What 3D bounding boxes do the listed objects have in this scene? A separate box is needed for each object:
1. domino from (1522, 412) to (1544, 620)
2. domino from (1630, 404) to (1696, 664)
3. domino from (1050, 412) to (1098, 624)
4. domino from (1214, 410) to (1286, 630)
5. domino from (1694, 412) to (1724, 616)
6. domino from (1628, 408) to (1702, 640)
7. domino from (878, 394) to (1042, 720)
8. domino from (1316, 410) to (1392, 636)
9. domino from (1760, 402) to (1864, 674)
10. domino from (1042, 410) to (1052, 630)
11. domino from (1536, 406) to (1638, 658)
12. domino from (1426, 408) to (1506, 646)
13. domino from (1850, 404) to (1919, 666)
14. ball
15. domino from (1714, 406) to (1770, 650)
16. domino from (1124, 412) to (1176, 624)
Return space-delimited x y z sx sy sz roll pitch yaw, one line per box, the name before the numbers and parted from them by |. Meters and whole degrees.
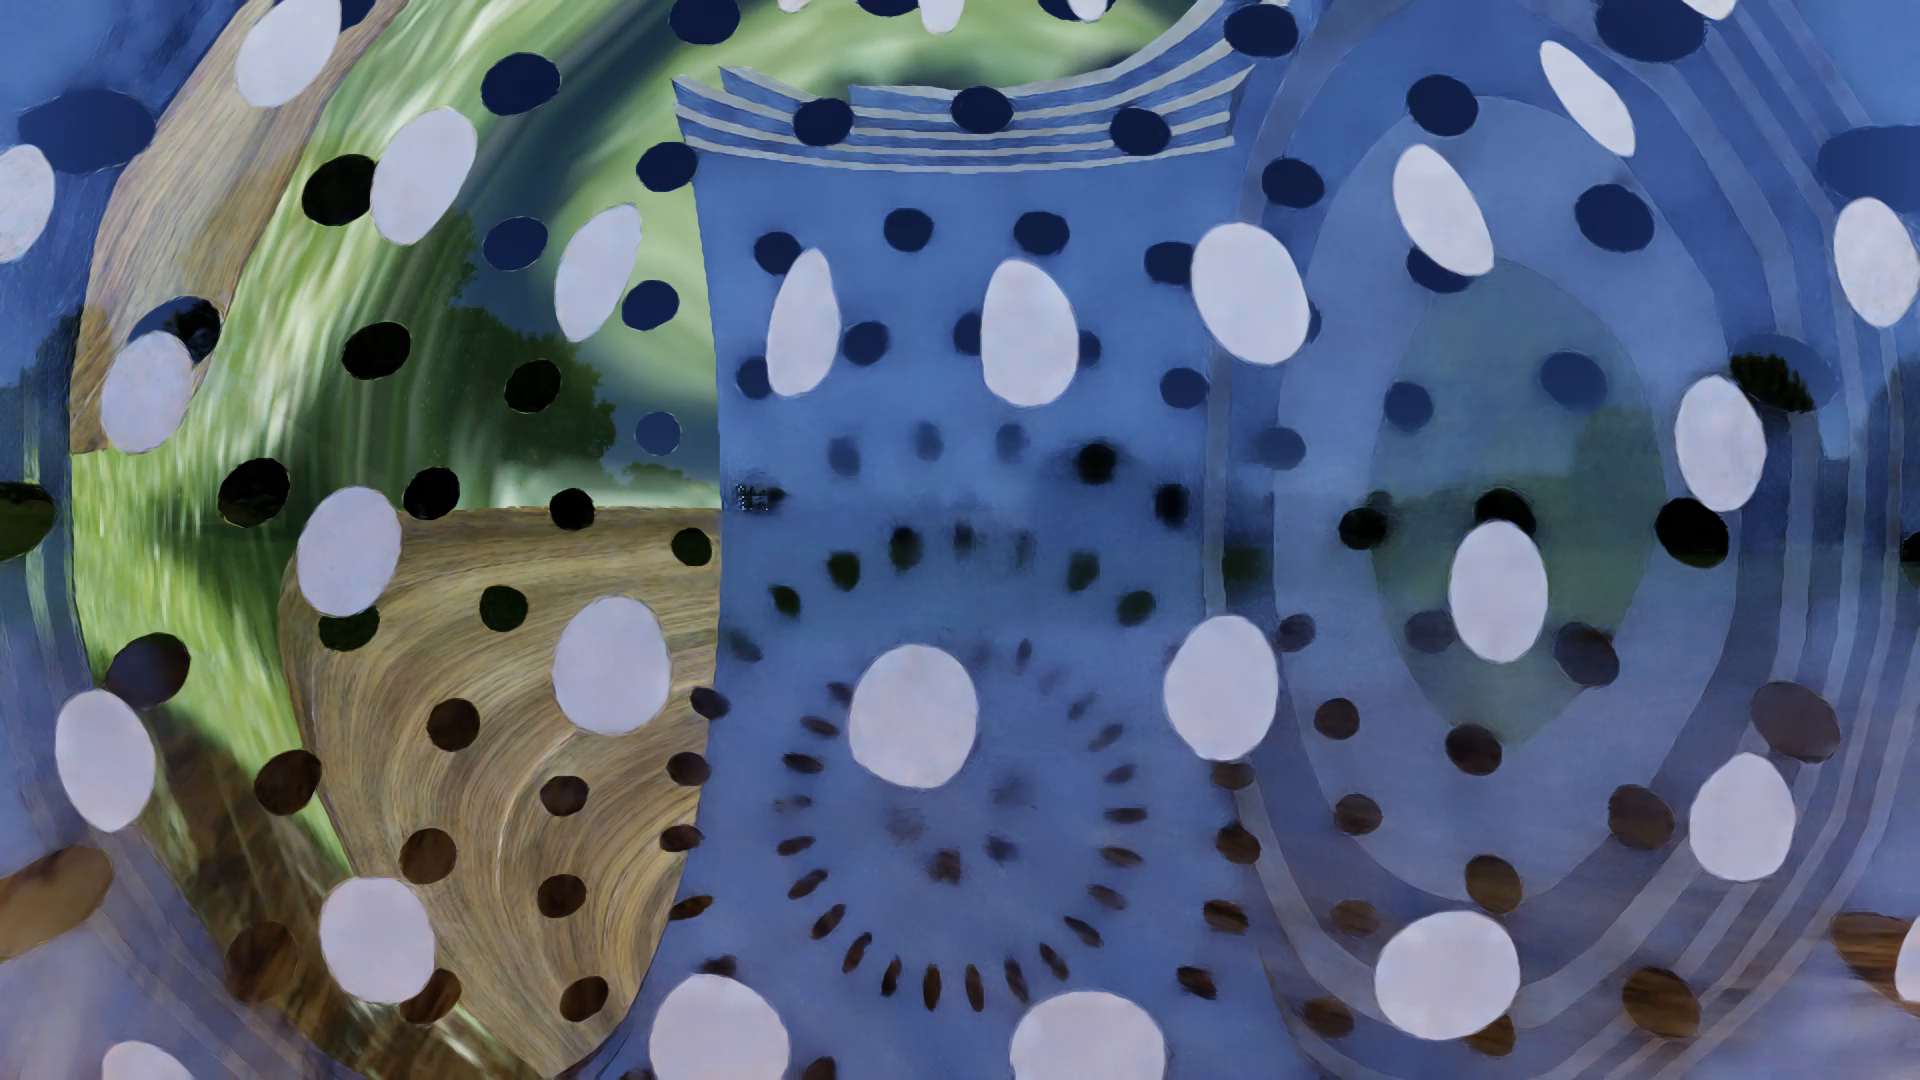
domino | 0.150 -0.006 0.308 0.025 0.050 0.010 1 4 16
domino | 0.143 -0.002 0.260 0.010 0.050 0.025 2 5 30
domino | 0.023 -0.006 0.315 0.010 0.050 0.025 -2 5 -24
domino | 0.070 -0.005 0.306 0.010 0.050 0.025 2 5 28
domino | 0.191 -0.007 0.325 0.010 0.050 0.025 1 5 18
domino | 0.150 -0.004 0.284 0.025 0.050 0.009 -2 5 -21
domino | 0.000 0.002 0.201 0.025 0.050 0.010 0 4 0
domino | 0.091 -0.005 0.294 0.009 0.050 0.025 3 5 32
domino | 0.165 -0.001 0.249 0.010 0.050 0.025 2 5 21
domino | 0.008 -0.005 0.297 0.025 0.050 0.010 2 5 23
domino | 0.130 -0.002 0.267 0.010 0.050 0.025 0 4 6
domino | 0.111 -0.003 0.281 0.010 0.050 0.025 3 5 35
domino | 0.188 -0.001 0.248 0.010 0.050 0.025 -2 5 -27
ball | 0.000 -0.002 0.056 0.080 0.080 0.080 0 4 0
domino | 0.171 -0.003 0.274 0.010 0.050 0.025 1 4 15
domino | 0.047 -0.006 0.316 0.010 0.050 0.025 1 4 14
